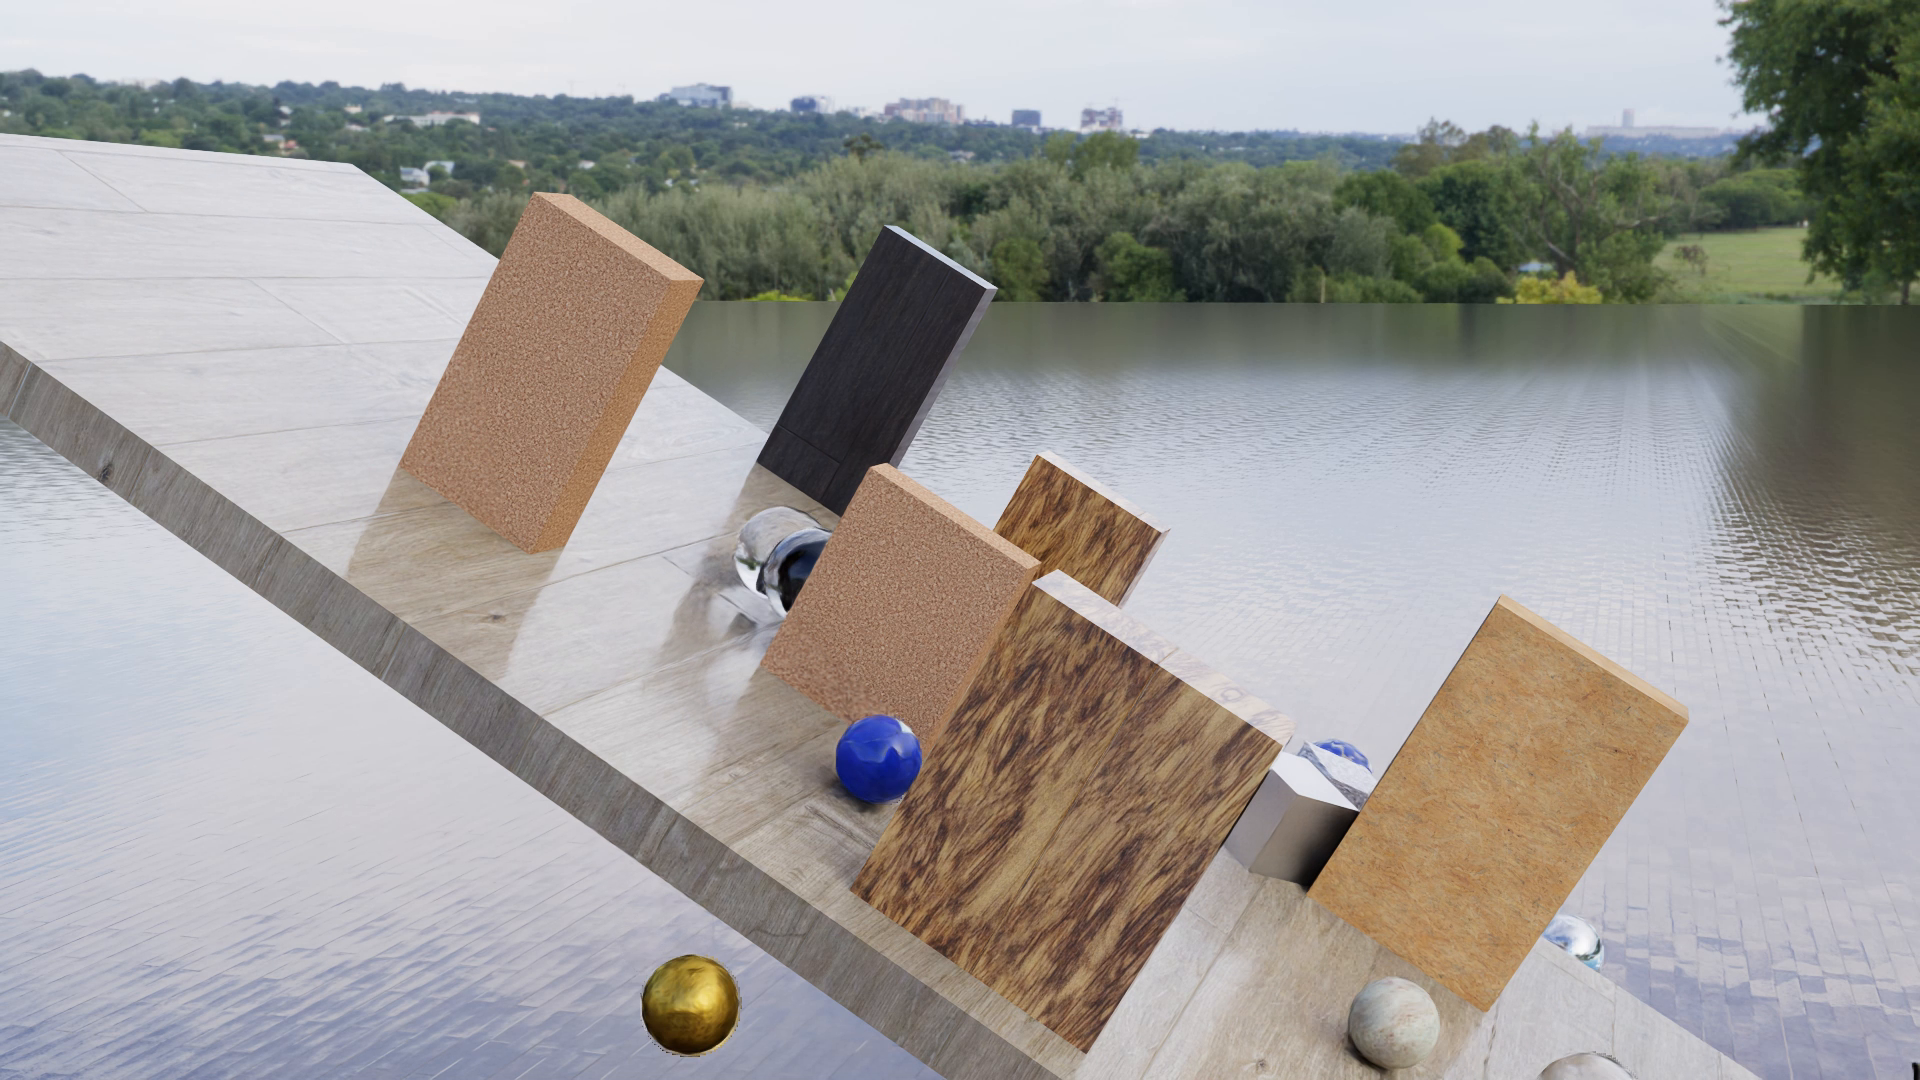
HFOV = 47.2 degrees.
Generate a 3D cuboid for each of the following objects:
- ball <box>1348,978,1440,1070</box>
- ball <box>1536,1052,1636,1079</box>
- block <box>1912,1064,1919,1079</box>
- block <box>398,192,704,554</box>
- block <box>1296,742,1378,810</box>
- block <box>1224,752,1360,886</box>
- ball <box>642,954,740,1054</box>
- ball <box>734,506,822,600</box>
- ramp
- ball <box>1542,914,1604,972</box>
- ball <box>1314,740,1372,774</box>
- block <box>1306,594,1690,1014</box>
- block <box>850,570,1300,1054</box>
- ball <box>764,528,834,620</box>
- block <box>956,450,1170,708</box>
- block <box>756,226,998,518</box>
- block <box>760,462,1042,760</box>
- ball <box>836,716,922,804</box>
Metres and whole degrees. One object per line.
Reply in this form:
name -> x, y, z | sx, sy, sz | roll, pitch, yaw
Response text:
ball -> 0.720, 0.802, 3.650 | 0.149, 0.149, 0.149 | 0, 7, 0
ball -> 1.052, 0.958, 3.683 | 0.194, 0.194, 0.194 | 0, 7, 0
block -> 2.147, 1.191, 4.675 | 0.153, 0.153, 0.153 | -1, -12, -6
block -> -0.701, -0.285, 3.762 | 0.289, 0.538, 0.132 | 33, 15, 11
block -> 0.766, 0.549, 4.560 | 0.162, 0.162, 0.162 | 24, 16, -21
block -> 0.619, 0.534, 4.286 | 0.182, 0.182, 0.182 | 19, 18, -37
ball -> -0.362, 0.623, 2.951 | 0.131, 0.131, 0.131 | 0, 7, 0
ball -> -0.334, 0.028, 4.142 | 0.181, 0.181, 0.181 | 0, 7, 0
ramp -> -0.177, 0.291, 4.124 | 4.000, 0.100, 2.000 | 33, 15, 11
ball -> 1.377, 0.939, 5.009 | 0.172, 0.172, 0.172 | 0, 7, 0
ball -> 0.803, 0.513, 4.738 | 0.167, 0.167, 0.167 | 0, 7, 0
block -> 1.015, 0.499, 4.179 | 0.400, 0.678, 0.134 | 33, 15, 11
block -> 0.162, 0.388, 3.177 | 0.415, 0.540, 0.150 | 33, 15, 11
ball -> -0.261, 0.071, 3.978 | 0.187, 0.187, 0.187 | 0, 7, 0
block -> 0.147, 0.118, 4.137 | 0.274, 0.498, 0.087 | 33, 15, 11
block -> -0.188, -0.364, 4.882 | 0.271, 0.607, 0.090 | 33, 15, 11
block -> -0.105, 0.128, 3.797 | 0.324, 0.407, 0.089 | 33, 15, 11
ball -> -0.130, 0.352, 3.531 | 0.140, 0.140, 0.140 | 0, 7, 0
